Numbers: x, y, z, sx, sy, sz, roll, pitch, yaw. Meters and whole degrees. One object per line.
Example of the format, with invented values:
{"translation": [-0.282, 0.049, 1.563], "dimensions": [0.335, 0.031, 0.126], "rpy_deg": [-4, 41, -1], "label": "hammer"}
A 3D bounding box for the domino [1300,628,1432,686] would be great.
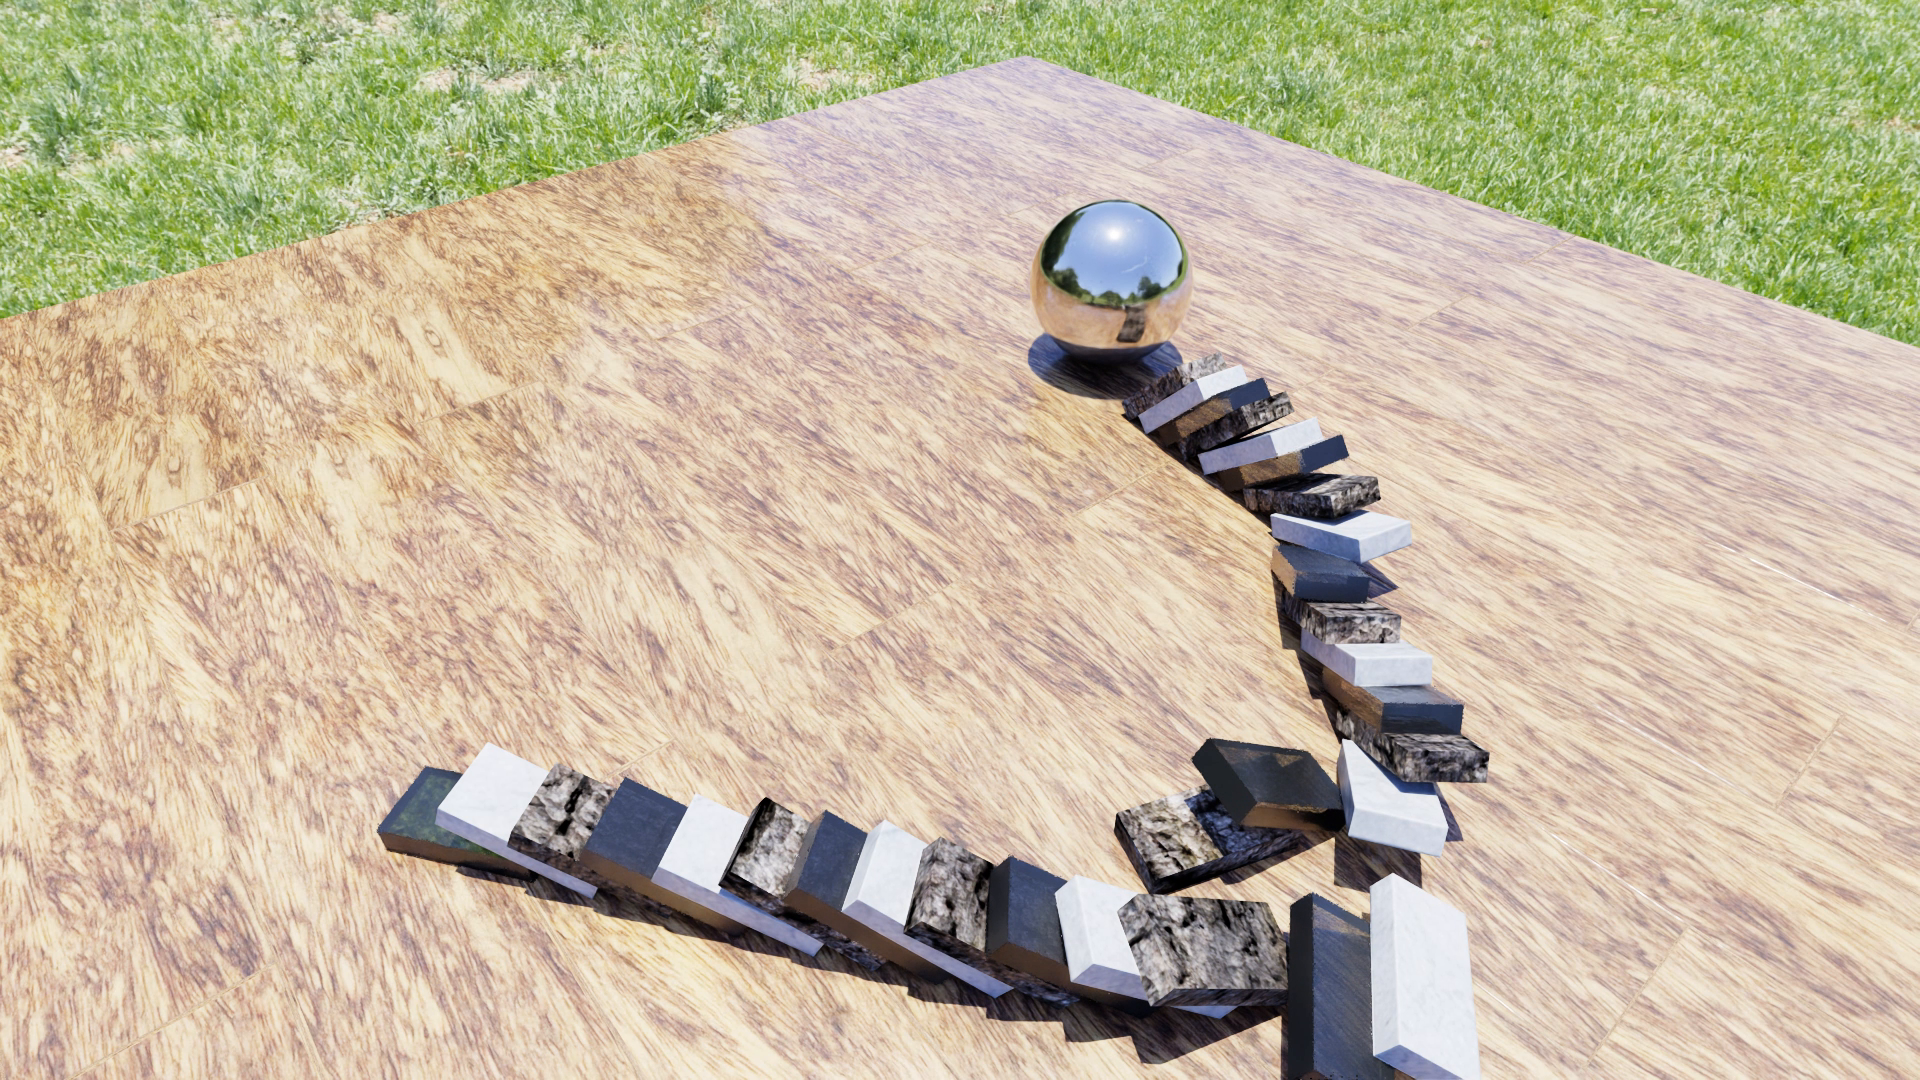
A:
{"translation": [0.138, 0.038, 0.377], "dimensions": [0.025, 0.010, 0.050], "rpy_deg": [-1, 8, -2], "label": "domino"}

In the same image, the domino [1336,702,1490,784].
{"translation": [0.141, 0.063, 0.346], "dimensions": [0.025, 0.010, 0.050], "rpy_deg": [2, 8, -4], "label": "domino"}

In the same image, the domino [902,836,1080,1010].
{"translation": [0.011, 0.103, 0.296], "dimensions": [0.050, 0.010, 0.025], "rpy_deg": [31, 41, -14], "label": "domino"}

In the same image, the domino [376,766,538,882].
{"translation": [-0.148, 0.087, 0.338], "dimensions": [0.050, 0.010, 0.025], "rpy_deg": [9, 40, 11], "label": "domino"}

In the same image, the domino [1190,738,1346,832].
{"translation": [0.095, 0.074, 0.332], "dimensions": [0.050, 0.009, 0.025], "rpy_deg": [14, 29, -37], "label": "domino"}

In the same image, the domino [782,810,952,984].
{"translation": [-0.022, 0.098, 0.303], "dimensions": [0.050, 0.010, 0.025], "rpy_deg": [33, 39, -12], "label": "domino"}

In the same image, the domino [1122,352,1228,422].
{"translation": [0.097, -0.070, 0.502], "dimensions": [0.025, 0.050, 0.009], "rpy_deg": [-20, 86, -23], "label": "domino"}

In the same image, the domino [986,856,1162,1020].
{"translation": [0.031, 0.106, 0.294], "dimensions": [0.050, 0.010, 0.025], "rpy_deg": [28, 36, -18], "label": "domino"}

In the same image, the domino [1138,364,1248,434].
{"translation": [0.104, -0.063, 0.493], "dimensions": [0.025, 0.050, 0.009], "rpy_deg": [-20, 86, -23], "label": "domino"}

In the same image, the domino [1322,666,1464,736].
{"translation": [0.140, 0.051, 0.361], "dimensions": [0.025, 0.010, 0.050], "rpy_deg": [2, 8, -3], "label": "domino"}

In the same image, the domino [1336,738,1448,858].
{"translation": [0.130, 0.077, 0.333], "dimensions": [0.025, 0.009, 0.050], "rpy_deg": [11, 15, 13], "label": "domino"}

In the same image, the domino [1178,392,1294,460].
{"translation": [0.119, -0.049, 0.477], "dimensions": [0.025, 0.050, 0.009], "rpy_deg": [-20, 86, -23], "label": "domino"}

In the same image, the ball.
{"translation": [0.074, -0.126, 0.542], "dimensions": [0.080, 0.080, 0.080], "rpy_deg": [0, 39, 0], "label": "ball"}

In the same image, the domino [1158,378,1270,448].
{"translation": [0.111, -0.056, 0.485], "dimensions": [0.025, 0.050, 0.009], "rpy_deg": [-20, 86, -23], "label": "domino"}

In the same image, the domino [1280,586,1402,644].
{"translation": [0.135, 0.026, 0.393], "dimensions": [0.025, 0.010, 0.050], "rpy_deg": [-1, 9, -1], "label": "domino"}

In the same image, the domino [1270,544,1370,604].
{"translation": [0.133, 0.012, 0.411], "dimensions": [0.025, 0.010, 0.050], "rpy_deg": [5, 11, 6], "label": "domino"}

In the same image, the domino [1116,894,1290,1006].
{"translation": [0.067, 0.108, 0.290], "dimensions": [0.050, 0.010, 0.025], "rpy_deg": [15, 38, -32], "label": "domino"}

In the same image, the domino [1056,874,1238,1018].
{"translation": [0.050, 0.108, 0.291], "dimensions": [0.050, 0.009, 0.025], "rpy_deg": [23, 34, -24], "label": "domino"}

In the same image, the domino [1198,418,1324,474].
{"translation": [0.127, -0.040, 0.468], "dimensions": [0.025, 0.009, 0.050], "rpy_deg": [-20, 3, -23], "label": "domino"}

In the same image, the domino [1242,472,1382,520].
{"translation": [0.142, -0.019, 0.448], "dimensions": [0.025, 0.010, 0.050], "rpy_deg": [-20, 14, -23], "label": "domino"}

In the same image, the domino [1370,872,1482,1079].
{"translation": [0.123, 0.117, 0.292], "dimensions": [0.025, 0.010, 0.050], "rpy_deg": [30, 41, -6], "label": "domino"}

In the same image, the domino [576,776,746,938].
{"translation": [-0.080, 0.091, 0.316], "dimensions": [0.050, 0.010, 0.025], "rpy_deg": [28, 41, -6], "label": "domino"}

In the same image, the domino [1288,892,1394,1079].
{"translation": [0.099, 0.121, 0.287], "dimensions": [0.025, 0.009, 0.050], "rpy_deg": [31, 41, -8], "label": "domino"}

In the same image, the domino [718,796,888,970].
{"translation": [-0.039, 0.096, 0.307], "dimensions": [0.050, 0.009, 0.025], "rpy_deg": [33, 40, -11], "label": "domino"}

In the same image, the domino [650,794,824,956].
{"translation": [-0.058, 0.095, 0.312], "dimensions": [0.050, 0.010, 0.025], "rpy_deg": [27, 41, -7], "label": "domino"}

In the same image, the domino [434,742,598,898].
{"translation": [-0.125, 0.083, 0.326], "dimensions": [0.050, 0.009, 0.025], "rpy_deg": [28, 41, -5], "label": "domino"}

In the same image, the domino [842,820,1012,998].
{"translation": [-0.006, 0.101, 0.300], "dimensions": [0.050, 0.010, 0.025], "rpy_deg": [33, 41, -12], "label": "domino"}

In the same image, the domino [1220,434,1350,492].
{"translation": [0.134, -0.032, 0.458], "dimensions": [0.025, 0.009, 0.050], "rpy_deg": [-20, 3, -24], "label": "domino"}

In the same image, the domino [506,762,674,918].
{"translation": [-0.102, 0.087, 0.321], "dimensions": [0.050, 0.009, 0.025], "rpy_deg": [27, 41, -6], "label": "domino"}

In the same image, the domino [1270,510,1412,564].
{"translation": [0.149, -0.004, 0.433], "dimensions": [0.025, 0.010, 0.050], "rpy_deg": [-17, 18, -20], "label": "domino"}

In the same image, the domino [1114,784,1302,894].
{"translation": [0.075, 0.089, 0.335], "dimensions": [0.050, 0.010, 0.025], "rpy_deg": [-13, 41, -16], "label": "domino"}
